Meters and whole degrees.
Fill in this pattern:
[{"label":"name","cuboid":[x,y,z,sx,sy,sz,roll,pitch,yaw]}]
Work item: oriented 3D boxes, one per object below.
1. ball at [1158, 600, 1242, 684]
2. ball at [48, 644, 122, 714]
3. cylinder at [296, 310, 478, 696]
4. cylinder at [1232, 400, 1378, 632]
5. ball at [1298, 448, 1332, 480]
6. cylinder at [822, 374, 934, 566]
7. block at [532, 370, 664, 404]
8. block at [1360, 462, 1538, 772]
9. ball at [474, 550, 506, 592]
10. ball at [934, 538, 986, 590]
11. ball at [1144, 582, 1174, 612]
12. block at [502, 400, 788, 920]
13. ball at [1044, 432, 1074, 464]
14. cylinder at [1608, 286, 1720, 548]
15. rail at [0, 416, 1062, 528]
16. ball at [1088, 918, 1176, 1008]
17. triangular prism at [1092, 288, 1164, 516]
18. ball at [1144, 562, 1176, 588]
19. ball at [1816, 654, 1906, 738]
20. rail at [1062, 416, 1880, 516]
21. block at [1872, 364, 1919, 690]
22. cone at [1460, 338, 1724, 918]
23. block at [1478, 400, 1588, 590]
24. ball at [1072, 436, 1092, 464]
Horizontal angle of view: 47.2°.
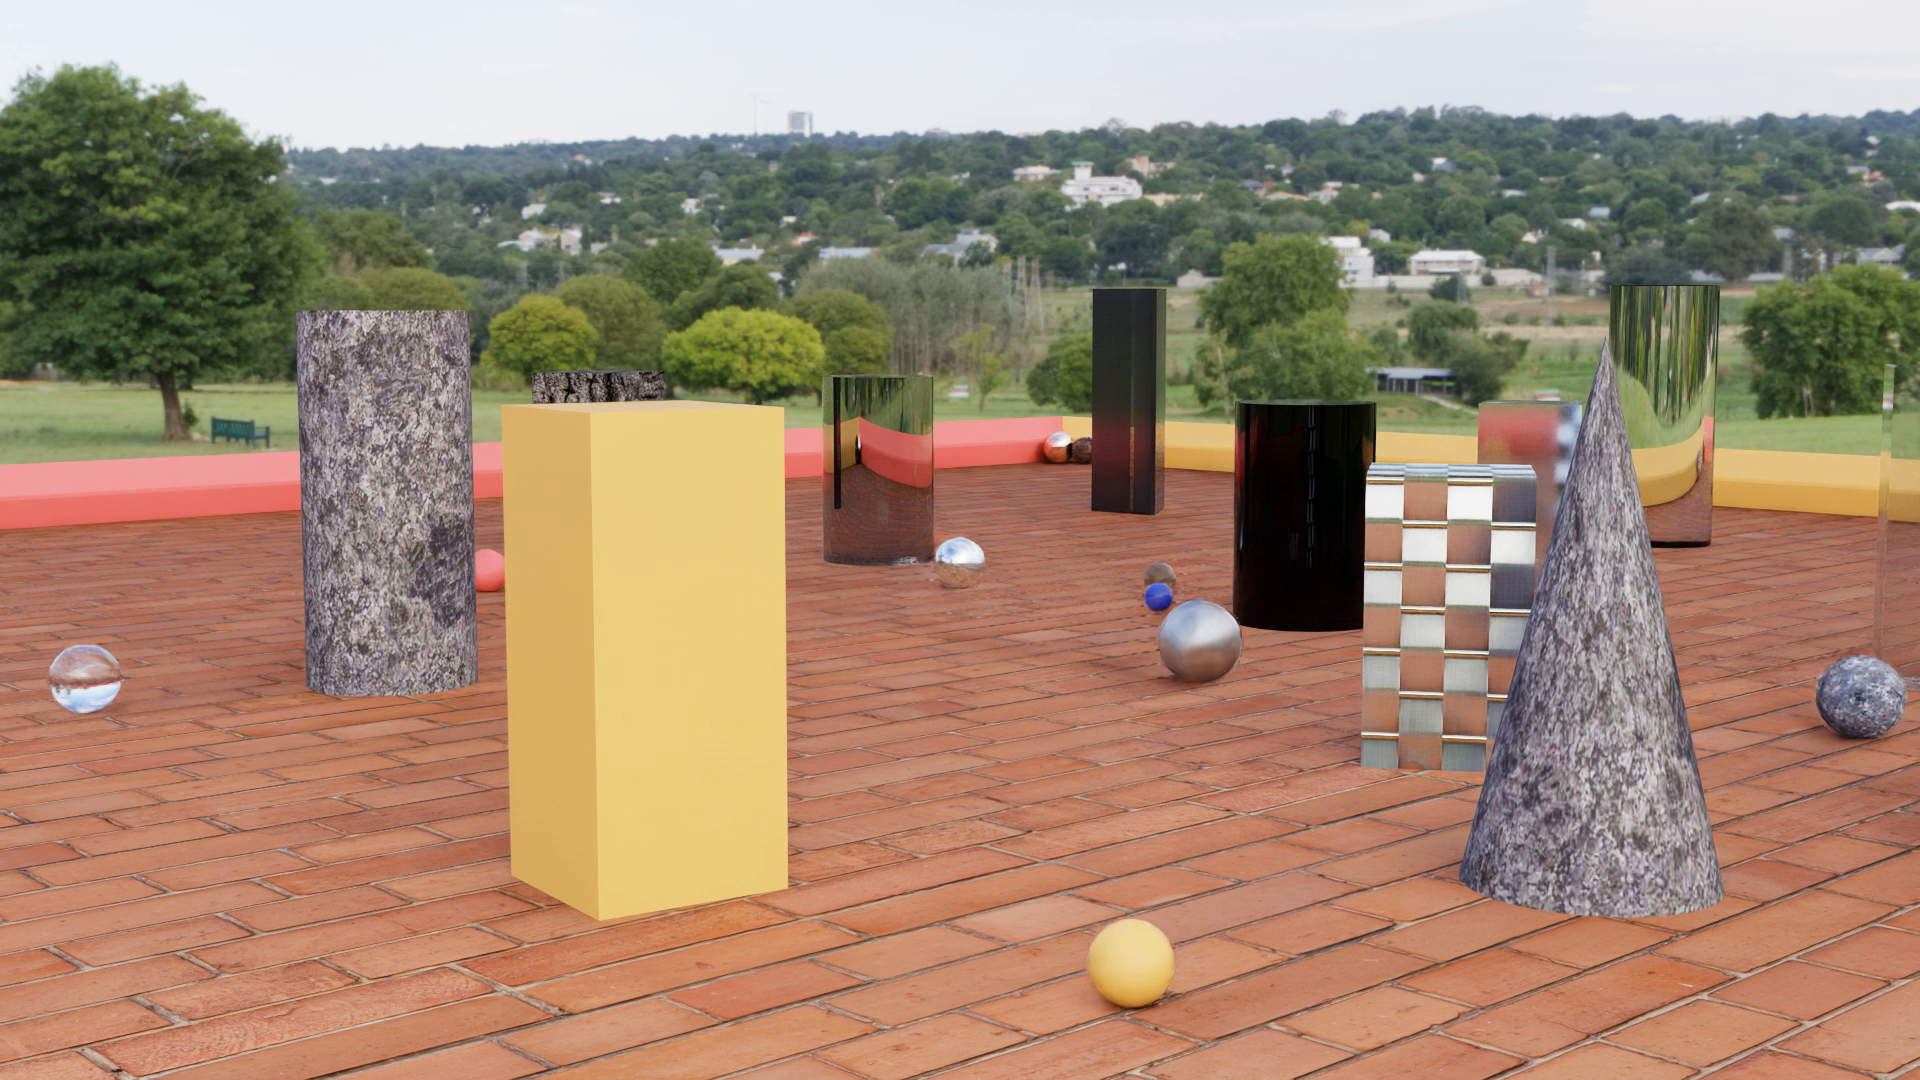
[{"label":"ball","cuboid":[0.288,0.122,2.640,0.100,0.100,0.100,0,6,0]},{"label":"ball","cuboid":[-0.972,0.154,2.443,0.076,0.076,0.076,0,6,0]},{"label":"cylinder","cuboid":[-0.683,-0.050,2.626,0.200,0.445,0.200,0,6,0]},{"label":"cylinder","cuboid":[0.492,-0.039,3.145,0.200,0.316,0.200,0,6,0]},{"label":"ball","cuboid":[0.935,-0.199,5.785,0.087,0.087,0.087,0,6,0]},{"label":"cylinder","cuboid":[-0.146,-0.128,3.936,0.200,0.329,0.200,0,6,0]},{"label":"block","cuboid":[-0.585,-0.100,3.578,0.160,0.347,0.160,2,6,15]},{"label":"block","cuboid":[0.488,0.073,2.200,0.160,0.288,0.160,1,6,12]},{"label":"ball","cuboid":[-0.754,0.048,3.499,0.068,0.068,0.068,0,6,0]},{"label":"ball","cuboid":[0.000,0.037,3.530,0.083,0.083,0.083,0,6,0]},{"label":"ball","cuboid":[0.295,0.085,3.271,0.043,0.043,0.043,0,6,0]},{"label":"block","cuboid":[-0.244,0.083,1.703,0.160,0.372,0.160,-4,7,-34]},{"label":"ball","cuboid":[0.291,-0.272,6.450,0.094,0.094,0.094,0,6,0]},{"label":"cylinder","cuboid":[1.344,-0.240,4.217,0.200,0.493,0.200,0,6,0]},{"label":"rail","cuboid":[-1.473,-0.131,4.919,4.887,0.130,0.045,-5,8,-42]},{"label":"ball","cuboid":[0.110,0.272,1.412,0.056,0.056,0.056,0,6,0]},{"label":"triangular prism","cuboid":[0.409,-0.311,4.901,0.173,0.494,0.150,5,8,42]},{"label":"ball","cuboid":[0.314,0.061,3.457,0.051,0.051,0.051,0,6,0]},{"label":"ball","cuboid":[0.941,0.164,2.298,0.087,0.087,0.087,0,6,0]},{"label":"rail","cuboid":[1.779,-0.136,4.964,0.045,0.130,4.391,-5,8,-42]},{"label":"block","cuboid":[1.191,-0.018,2.633,0.160,0.379,0.160,2,6,19]},{"label":"cone","cuboid":[0.492,0.055,1.698,0.200,0.427,0.200,0,6,0]},{"label":"block","cuboid":[0.934,-0.077,3.593,0.160,0.297,0.160,2,6,19]},{"label":"ball","cuboid":[0.367,-0.261,6.403,0.082,0.082,0.082,0,6,0]}]
